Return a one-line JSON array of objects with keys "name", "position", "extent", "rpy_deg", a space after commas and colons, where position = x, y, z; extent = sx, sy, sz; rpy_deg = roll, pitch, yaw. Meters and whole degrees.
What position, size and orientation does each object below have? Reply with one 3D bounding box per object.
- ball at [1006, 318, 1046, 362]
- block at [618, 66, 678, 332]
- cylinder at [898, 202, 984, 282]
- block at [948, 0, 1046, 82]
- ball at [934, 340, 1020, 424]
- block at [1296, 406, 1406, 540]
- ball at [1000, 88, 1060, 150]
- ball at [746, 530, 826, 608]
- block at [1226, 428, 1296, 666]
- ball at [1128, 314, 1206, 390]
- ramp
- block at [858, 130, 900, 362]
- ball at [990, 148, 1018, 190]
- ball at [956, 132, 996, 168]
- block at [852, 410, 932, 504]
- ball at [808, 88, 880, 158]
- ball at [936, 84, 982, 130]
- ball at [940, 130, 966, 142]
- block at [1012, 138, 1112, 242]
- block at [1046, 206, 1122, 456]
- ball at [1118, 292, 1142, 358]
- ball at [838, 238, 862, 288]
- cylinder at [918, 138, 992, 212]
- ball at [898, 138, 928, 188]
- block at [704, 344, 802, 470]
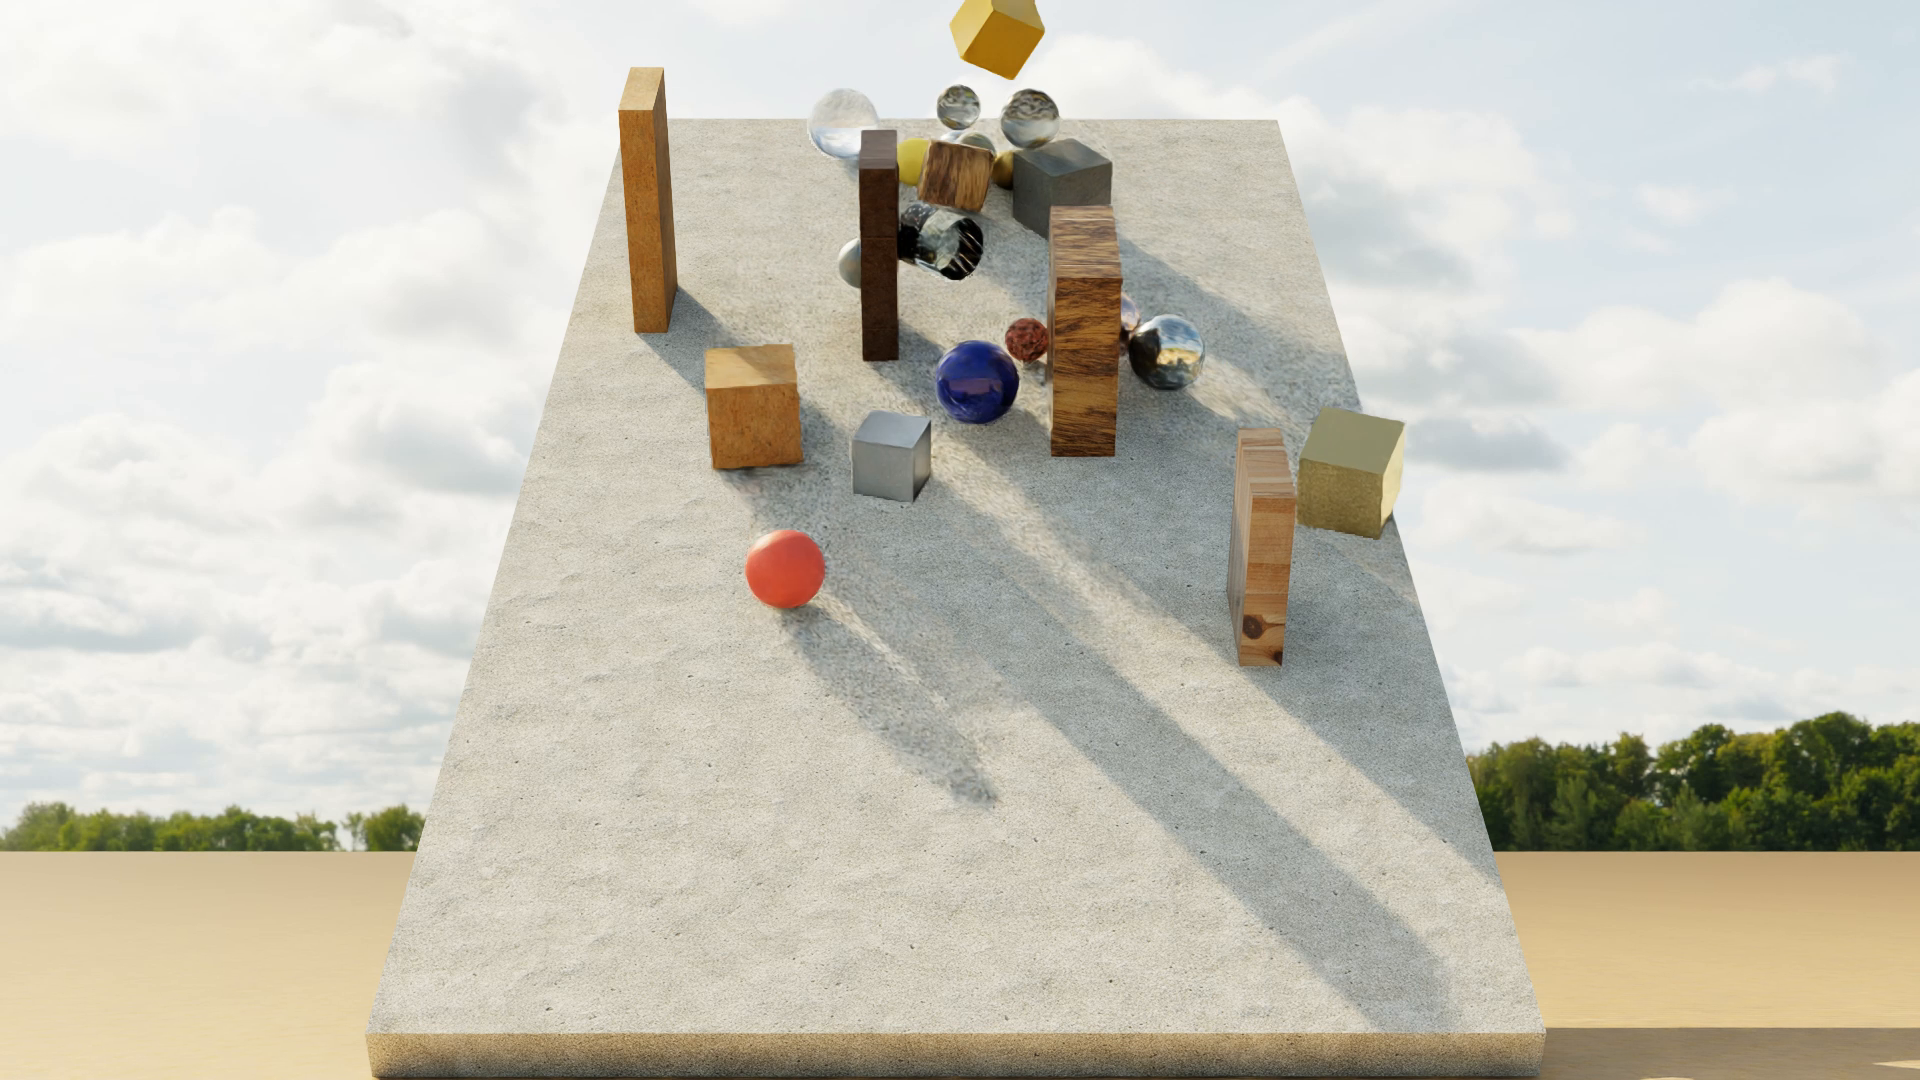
[{"name": "ball", "position": [0.170, -0.504, 6.169], "extent": [0.111, 0.111, 0.111], "rpy_deg": [0, -7, 0]}, {"name": "block", "position": [-0.796, -0.869, 6.271], "extent": [0.085, 0.612, 0.284], "rpy_deg": [0, 32, 0]}, {"name": "cylinder", "position": [-0.055, -0.766, 6.292], "extent": [0.164, 0.164, 0.164], "rpy_deg": [26, 12, 41]}, {"name": "block", "position": [0.107, -1.478, 7.075], "extent": [0.181, 0.181, 0.181], "rpy_deg": [17, -53, -29]}, {"name": "ball", "position": [0.039, -0.374, 5.797], "extent": [0.201, 0.201, 0.201], "rpy_deg": [0, -7, 0]}, {"name": "block", "position": [0.879, -0.151, 5.507], "extent": [0.192, 0.192, 0.192], "rpy_deg": [13, -46, 19]}, {"name": "ball", "position": [0.194, -1.165, 6.779], "extent": [0.168, 0.168, 0.168], "rpy_deg": [0, -7, 0]}, {"name": "ball", "position": [-0.372, 0.061, 5.211], "extent": [0.169, 0.169, 0.169], "rpy_deg": [0, -7, 0]}, {"name": "block", "position": [0.621, 0.014, 5.071], "extent": [0.087, 0.406, 0.282], "rpy_deg": [0, 32, 0]}, {"name": "ball", "position": [0.507, -0.458, 5.989], "extent": [0.186, 0.186, 0.186], "rpy_deg": [0, -7, 0]}, {"name": "ramp", "position": [-0.015, -0.188, 5.863], "extent": [2.000, 0.100, 4.000], "rpy_deg": [0, 32, 0]}, {"name": "block", "position": [-0.201, -0.739, 6.152], "extent": [0.090, 0.523, 0.245], "rpy_deg": [0, 32, 0]}, {"name": "ball", "position": [0.142, -1.069, 7.060], "extent": [0.117, 0.117, 0.117], "rpy_deg": [0, -7, 0]}, {"name": "ball", "position": [0.039, -1.100, 6.995], "extent": [0.131, 0.131, 0.131], "rpy_deg": [0, -7, 0]}, {"name": "block", "position": [-0.156, -0.193, 5.639], "extent": [0.146, 0.146, 0.146], "rpy_deg": [9, 33, 14]}, {"name": "ball", "position": [-0.343, -1.230, 7.228], "extent": [0.207, 0.207, 0.207], "rpy_deg": [0, -7, 0]}, {"name": "ball", "position": [-0.005, -1.195, 6.764], "extent": [0.126, 0.126, 0.126], "rpy_deg": [0, -7, 0]}, {"name": "ball", "position": [-0.007, -1.138, 7.161], "extent": [0.124, 0.124, 0.124], "rpy_deg": [0, -7, 0]}, {"name": "block", "position": [0.284, -0.978, 6.840], "extent": [0.199, 0.199, 0.199], "rpy_deg": [-18, 37, -26]}, {"name": "block", "position": [0.291, -0.498, 5.825], "extent": [0.150, 0.468, 0.390], "rpy_deg": [0, 32, 0]}, {"name": "ball", "position": [0.361, -0.541, 6.140], "extent": [0.187, 0.187, 0.187], "rpy_deg": [0, -7, 0]}, {"name": "ball", "position": [-0.253, -0.721, 6.385], "extent": [0.133, 0.133, 0.133], "rpy_deg": [0, -7, 0]}, {"name": "cylinder", "position": [-0.015, -1.019, 6.838], "extent": [0.177, 0.177, 0.177], "rpy_deg": [11, -8, -7]}, {"name": "ball", "position": [-0.129, -1.090, 7.069], "extent": [0.141, 0.141, 0.141], "rpy_deg": [0, -7, 0]}, {"name": "block", "position": [-0.486, -0.316, 5.759], "extent": [0.210, 0.210, 0.210], "rpy_deg": [-5, 30, -4]}]
